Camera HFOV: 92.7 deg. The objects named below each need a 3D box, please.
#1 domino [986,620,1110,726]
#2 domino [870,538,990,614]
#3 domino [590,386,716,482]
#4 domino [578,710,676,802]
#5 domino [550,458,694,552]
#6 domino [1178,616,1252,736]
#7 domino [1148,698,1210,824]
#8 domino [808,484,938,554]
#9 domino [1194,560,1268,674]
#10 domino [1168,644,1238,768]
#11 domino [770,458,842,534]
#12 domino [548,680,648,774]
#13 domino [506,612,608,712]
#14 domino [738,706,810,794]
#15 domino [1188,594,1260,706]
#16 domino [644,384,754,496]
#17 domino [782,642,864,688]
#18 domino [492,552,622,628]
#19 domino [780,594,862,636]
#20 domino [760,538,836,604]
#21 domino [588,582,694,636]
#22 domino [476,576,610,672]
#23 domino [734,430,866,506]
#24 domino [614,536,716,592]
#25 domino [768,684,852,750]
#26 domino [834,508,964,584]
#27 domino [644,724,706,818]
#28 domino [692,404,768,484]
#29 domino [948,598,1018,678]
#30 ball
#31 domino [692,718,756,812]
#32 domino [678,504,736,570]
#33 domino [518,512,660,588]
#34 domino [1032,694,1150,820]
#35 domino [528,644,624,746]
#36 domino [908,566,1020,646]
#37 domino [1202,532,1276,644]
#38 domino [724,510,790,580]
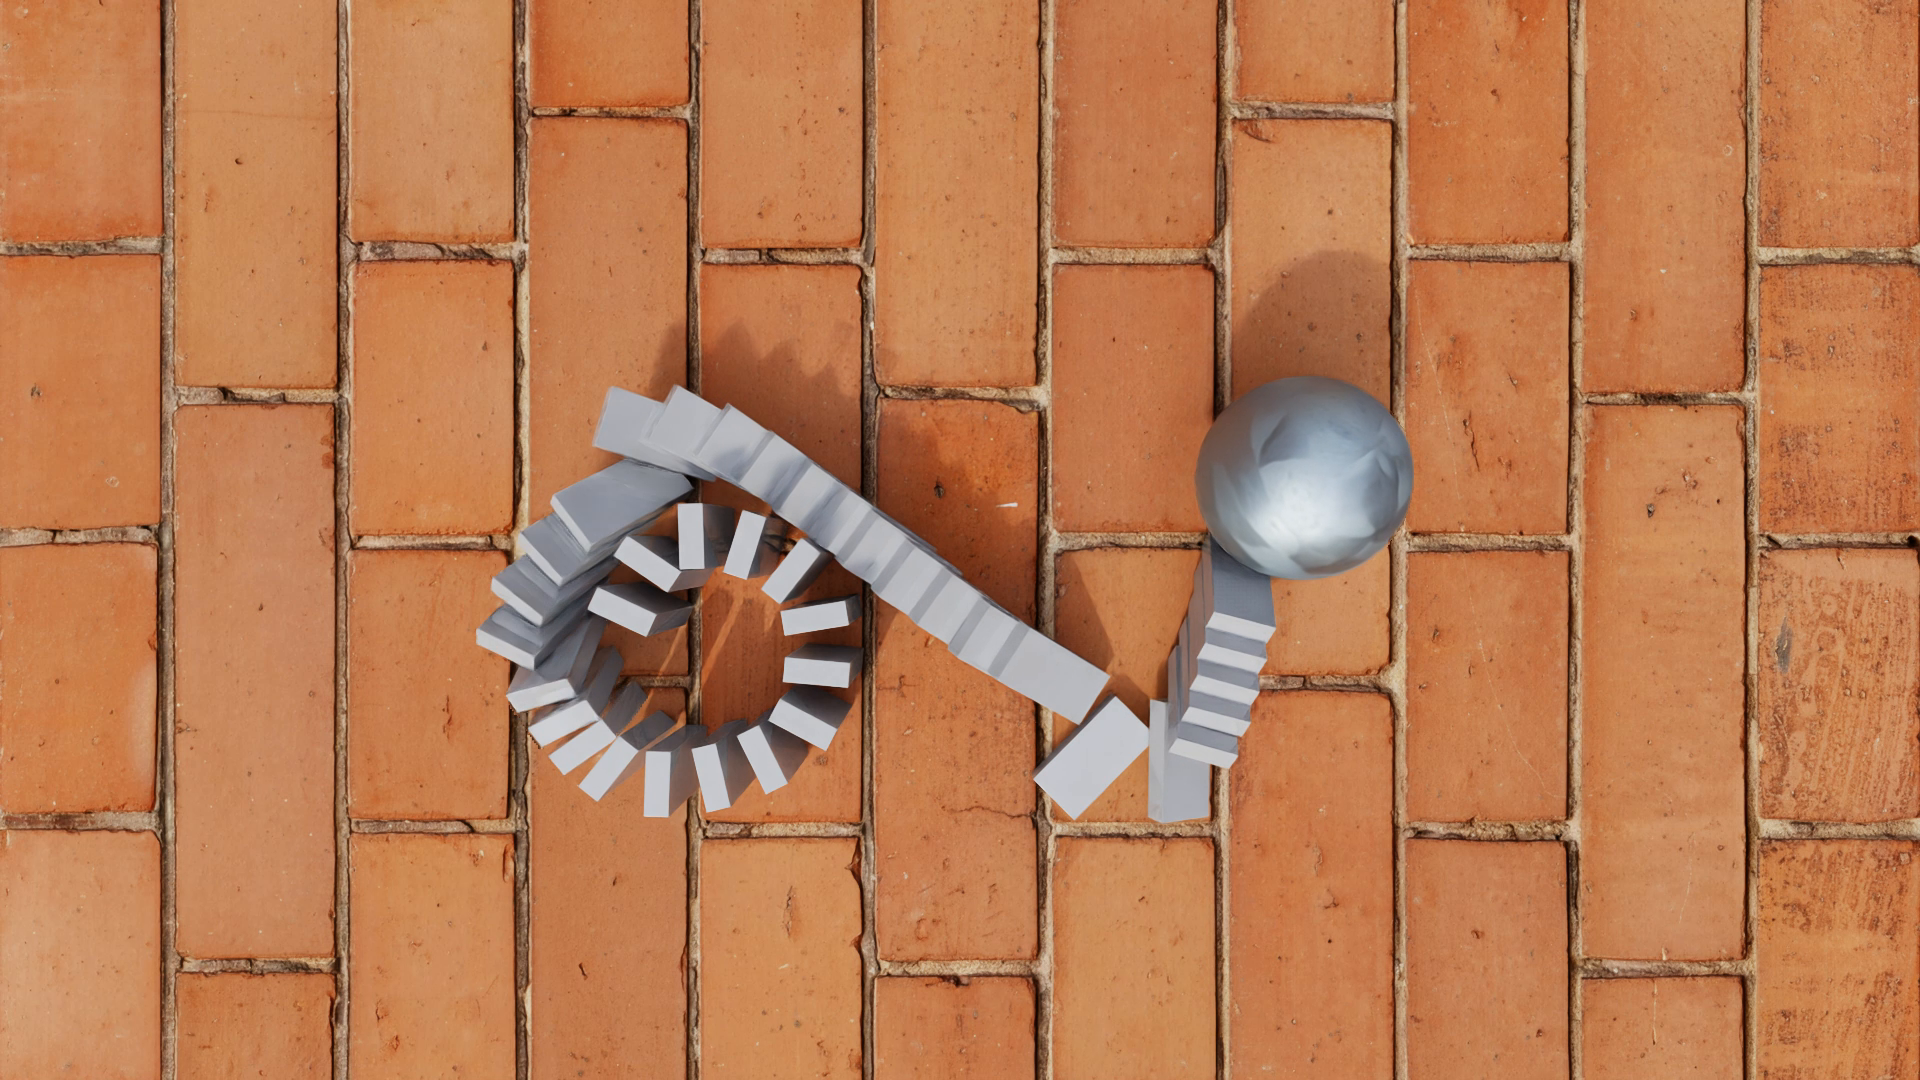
[{"bbox_3d":[0.038,0.056,0.383,0.050,0.010,0.025,33,90,-31],"label":"domino"},{"bbox_3d":[-0.010,0.023,0.382,0.050,0.009,0.025,36,90,-35],"label":"domino"},{"bbox_3d":[-0.124,-0.043,0.382,0.050,0.010,0.025,18,85,-32],"label":"domino"},{"bbox_3d":[-0.135,0.087,0.375,0.010,0.050,0.025,39,90,-1],"label":"domino"},{"bbox_3d":[-0.140,-0.018,0.381,0.050,0.009,0.025,-37,90,-37],"label":"domino"},{"bbox_3d":[0.104,0.055,0.378,0.025,0.050,0.010,15,131,0],"label":"domino"},{"bbox_3d":[0.093,0.093,0.390,0.025,0.010,0.050,2,89,-27],"label":"domino"},{"bbox_3d":[-0.036,0.001,0.382,0.050,0.010,0.025,35,91,-34],"label":"domino"},{"bbox_3d":[0.111,0.031,0.378,0.025,0.050,0.009,15,131,0],"label":"domino"},{"bbox_3d":[0.100,0.068,0.378,0.025,0.050,0.009,16,131,-1],"label":"domino"},{"bbox_3d":[-0.051,-0.009,0.383,0.050,0.009,0.025,37,90,-30],"label":"domino"},{"bbox_3d":[-0.147,0.075,0.375,0.025,0.050,0.009,-35,101,0],"label":"domino"},{"bbox_3d":[-0.164,0.047,0.376,0.025,0.050,0.009,-15,122,2],"label":"domino"},{"bbox_3d":[-0.076,0.084,0.375,0.010,0.050,0.025,-27,90,0],"label":"domino"},{"bbox_3d":[0.108,0.043,0.378,0.025,0.050,0.009,15,131,1],"label":"domino"},{"bbox_3d":[-0.102,-0.041,0.383,0.050,0.009,0.025,30,87,-30],"label":"domino"},{"bbox_3d":[-0.055,0.051,0.375,0.025,0.050,0.010,5,90,0],"label":"domino"},{"bbox_3d":[-0.164,0.011,0.379,0.025,0.009,0.050,38,45,0],"label":"domino"},{"bbox_3d":[-0.055,0.030,0.375,0.025,0.050,0.009,-9,90,0],"label":"domino"},{"bbox_3d":[-0.065,0.012,0.375,0.009,0.050,0.025,38,90,0],"label":"domino"},{"bbox_3d":[-0.129,0.027,0.375,0.025,0.050,0.010,25,90,0],"label":"domino"},{"bbox_3d":[-0.171,0.029,0.378,0.025,0.050,0.009,26,130,1],"label":"domino"},{"bbox_3d":[-0.066,-0.021,0.383,0.050,0.010,0.025,37,90,-30],"label":"domino"},{"bbox_3d":[-0.119,0.009,0.375,0.025,0.050,0.010,34,90,0],"label":"domino"},{"bbox_3d":[-0.060,0.071,0.375,0.025,0.050,0.010,28,90,0],"label":"domino"},{"bbox_3d":[-0.025,0.011,0.381,0.050,0.009,0.025,35,91,-35],"label":"domino"},{"bbox_3d":[-0.116,0.093,0.375,0.010,0.050,0.025,2,90,0],"label":"domino"},{"bbox_3d":[-0.083,-0.032,0.383,0.050,0.010,0.025,36,89,-30],"label":"domino"},{"bbox_3d":[0.022,0.047,0.383,0.050,0.009,0.025,33,90,-31],"label":"domino"},{"bbox_3d":[0.133,-0.024,0.360,0.080,0.080,0.080,0,90,0],"label":"ball"},{"bbox_3d":[-0.095,0.091,0.375,0.009,0.050,0.025,-13,90,0],"label":"domino"},{"bbox_3d":[-0.103,-0.001,0.375,0.009,0.050,0.025,-2,90,0],"label":"domino"},{"bbox_3d":[-0.153,-0.005,0.380,0.025,0.010,0.050,47,50,0],"label":"domino"},{"bbox_3d":[0.058,0.093,0.395,0.025,0.010,0.050,45,90,0],"label":"domino"},{"bbox_3d":[-0.156,0.062,0.375,0.025,0.050,0.010,-26,111,0],"label":"domino"},{"bbox_3d":[0.005,0.035,0.383,0.050,0.009,0.025,36,90,-32],"label":"domino"},{"bbox_3d":[0.114,0.019,0.378,0.025,0.050,0.009,15,131,0],"label":"domino"},{"bbox_3d":[-0.082,0.002,0.375,0.009,0.050,0.025,18,90,0],"label":"domino"}]
